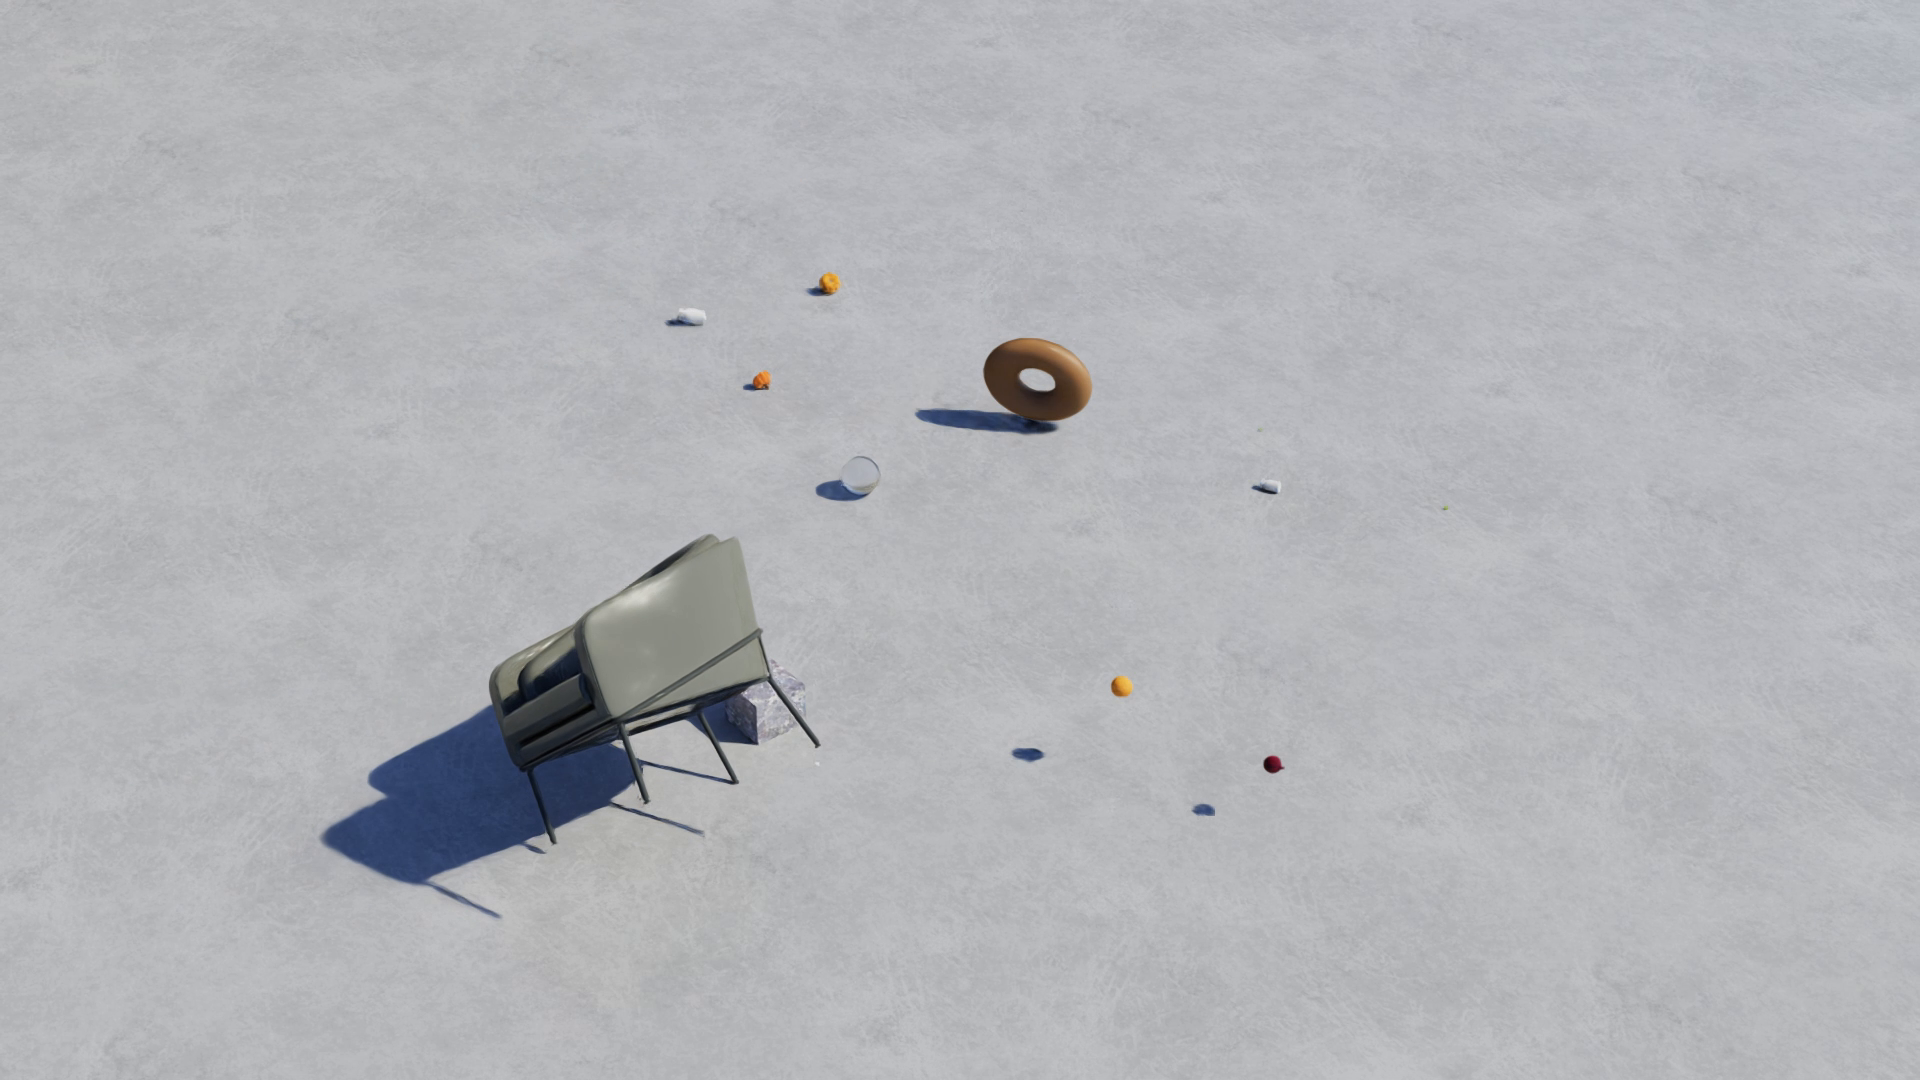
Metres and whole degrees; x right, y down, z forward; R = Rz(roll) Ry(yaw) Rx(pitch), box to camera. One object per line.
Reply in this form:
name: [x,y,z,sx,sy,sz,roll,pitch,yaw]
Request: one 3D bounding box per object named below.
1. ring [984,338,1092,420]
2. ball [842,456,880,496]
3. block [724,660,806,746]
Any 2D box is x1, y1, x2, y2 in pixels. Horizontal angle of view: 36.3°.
ring: [0.305,-0.630,11.523,0.441,0.373,0.105,12,40,10]
ball: [-0.379,-0.246,11.181,0.150,0.150,0.150,0,33,0]
block: [-0.662,0.550,9.963,0.200,0.162,0.193,-24,40,-31]
